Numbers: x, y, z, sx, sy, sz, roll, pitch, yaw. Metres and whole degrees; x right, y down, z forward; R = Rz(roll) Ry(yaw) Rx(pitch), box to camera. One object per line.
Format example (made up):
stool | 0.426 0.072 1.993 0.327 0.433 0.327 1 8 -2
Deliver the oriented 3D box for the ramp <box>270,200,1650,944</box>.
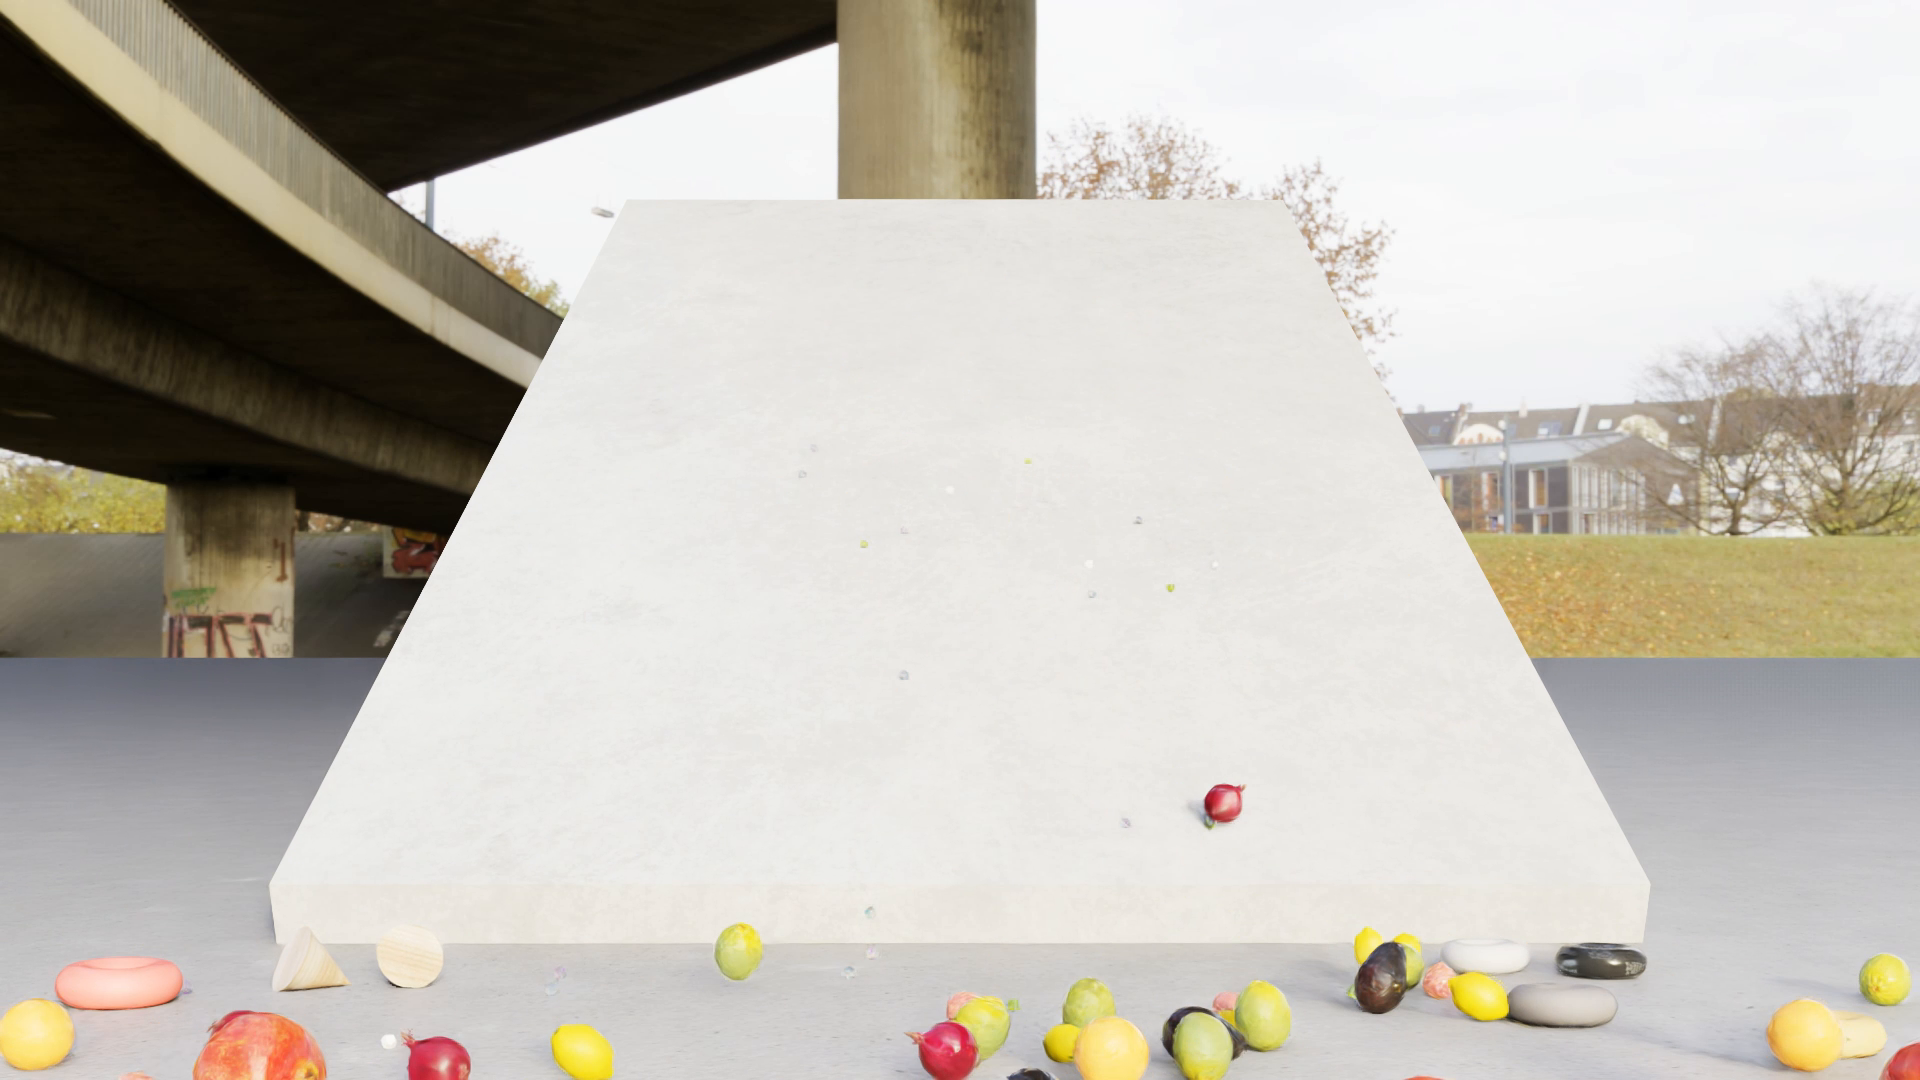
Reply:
ramp | -0.007 -0.224 5.203 2.000 0.100 4.000 0 23 0

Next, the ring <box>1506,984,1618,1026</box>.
ring | 0.693 0.535 2.657 0.125 0.042 0.125 0 -7 0

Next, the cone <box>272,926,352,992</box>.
cone | -0.812 0.550 2.935 0.088 0.088 0.088 32 -19 -28

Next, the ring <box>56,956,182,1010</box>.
ring | -1.024 0.540 2.807 0.147 0.049 0.147 1 -2 0

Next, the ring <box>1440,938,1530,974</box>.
ring | 0.703 0.558 3.090 0.118 0.039 0.118 -1 -4 0

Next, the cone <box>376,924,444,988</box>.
cone | -0.723 0.552 2.978 0.086 0.086 0.086 2 -30 -32

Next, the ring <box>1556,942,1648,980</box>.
ring | 0.847 0.556 3.048 0.118 0.039 0.118 1 -4 0

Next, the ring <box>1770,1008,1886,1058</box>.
ring | 0.928 0.528 2.467 0.118 0.039 0.118 1 -3 0
